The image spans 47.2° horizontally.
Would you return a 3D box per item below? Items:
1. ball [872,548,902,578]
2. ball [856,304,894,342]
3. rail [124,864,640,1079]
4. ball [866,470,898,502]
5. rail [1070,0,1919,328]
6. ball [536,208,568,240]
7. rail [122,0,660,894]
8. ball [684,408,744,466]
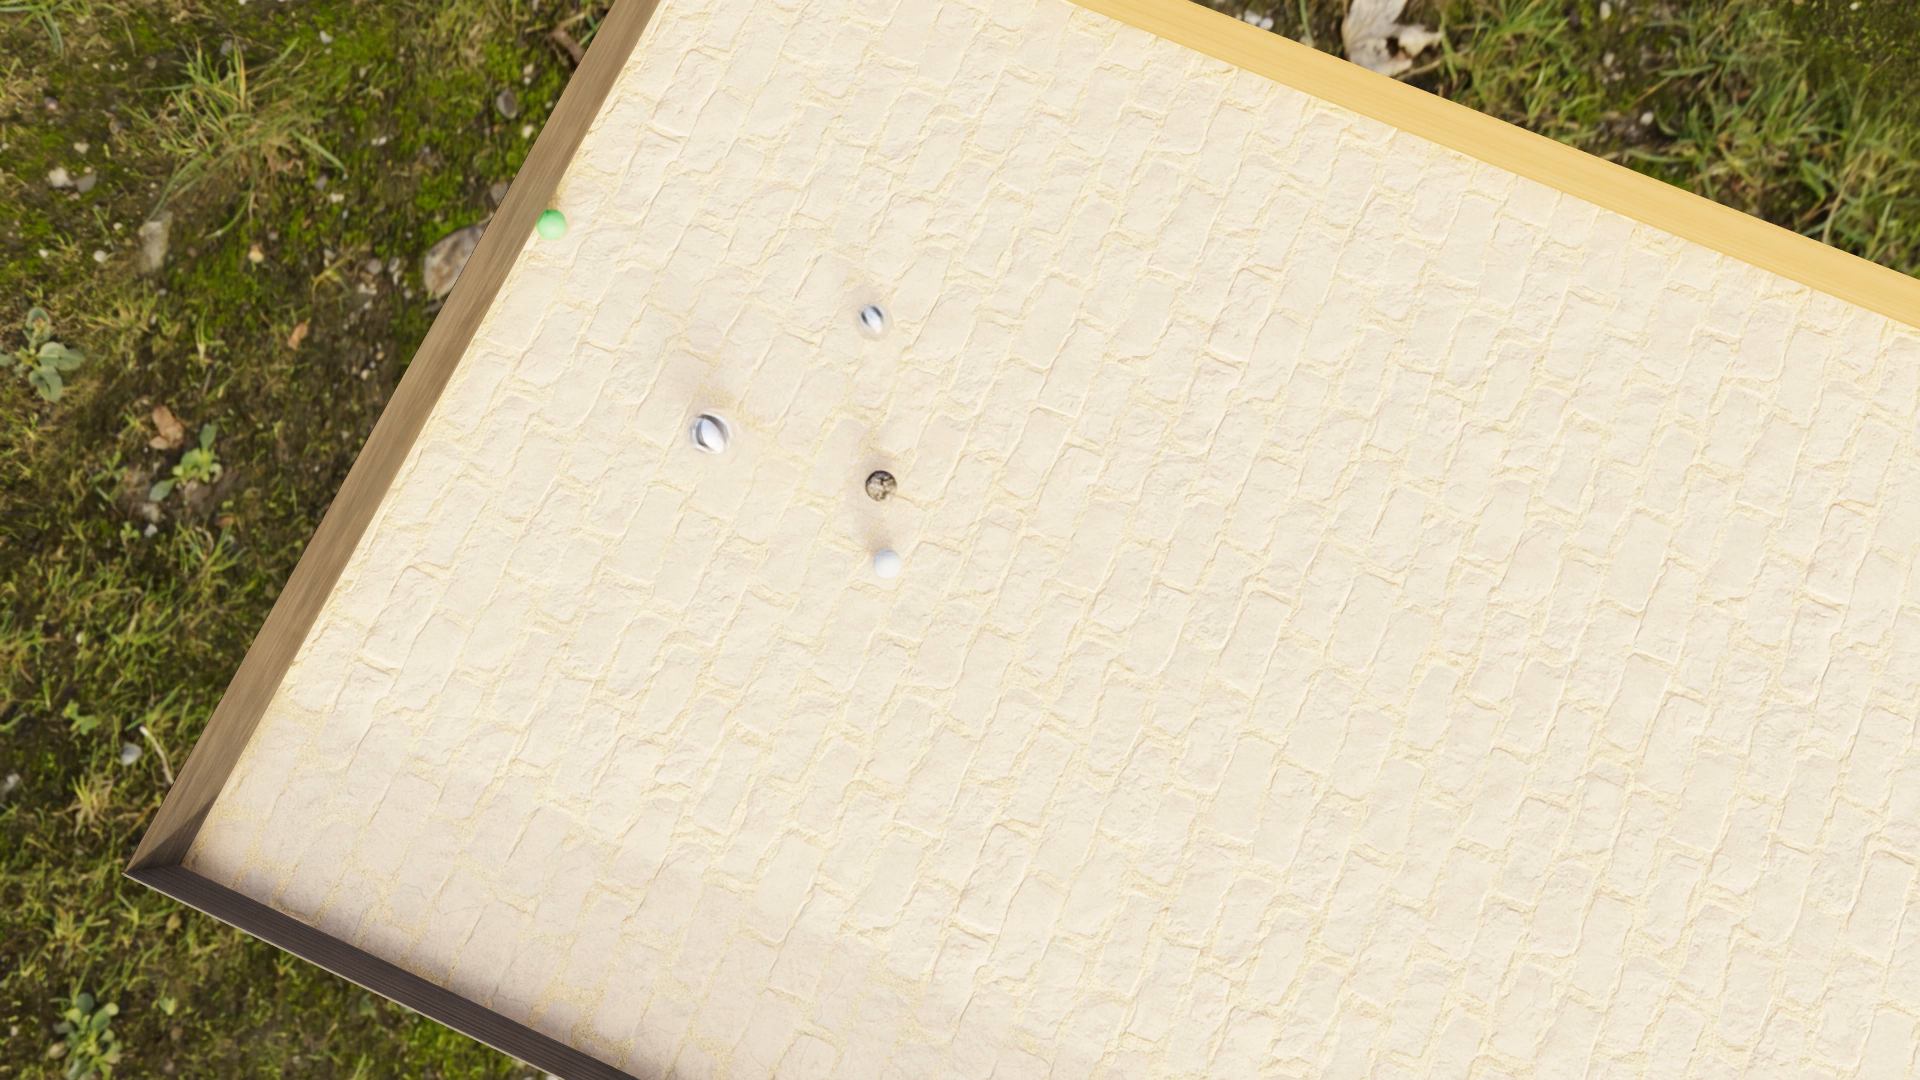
[{"bbox_3d":[-0.113,0.036,3.404,0.047,0.047,0.047,0,72,0],"label":"ball"},{"bbox_3d":[-0.137,-0.348,3.522,0.061,0.061,0.061,0,72,0],"label":"ball"},{"bbox_3d":[0.422,1.160,2.997,3.538,0.118,0.045,23,73,7],"label":"rail"},{"bbox_3d":[-0.123,-0.085,3.441,0.050,0.050,0.050,0,72,0],"label":"ball"},{"bbox_3d":[1.195,-0.497,3.539,3.538,0.118,0.045,23,73,7],"label":"rail"},{"bbox_3d":[-0.665,-0.514,3.582,0.050,0.050,0.050,0,72,0],"label":"ball"},{"bbox_3d":[-0.787,-0.341,3.488,0.045,0.118,1.954,23,73,7],"label":"rail"},{"bbox_3d":[-0.385,-0.160,3.445,0.091,0.091,0.091,0,72,0],"label":"ball"}]
